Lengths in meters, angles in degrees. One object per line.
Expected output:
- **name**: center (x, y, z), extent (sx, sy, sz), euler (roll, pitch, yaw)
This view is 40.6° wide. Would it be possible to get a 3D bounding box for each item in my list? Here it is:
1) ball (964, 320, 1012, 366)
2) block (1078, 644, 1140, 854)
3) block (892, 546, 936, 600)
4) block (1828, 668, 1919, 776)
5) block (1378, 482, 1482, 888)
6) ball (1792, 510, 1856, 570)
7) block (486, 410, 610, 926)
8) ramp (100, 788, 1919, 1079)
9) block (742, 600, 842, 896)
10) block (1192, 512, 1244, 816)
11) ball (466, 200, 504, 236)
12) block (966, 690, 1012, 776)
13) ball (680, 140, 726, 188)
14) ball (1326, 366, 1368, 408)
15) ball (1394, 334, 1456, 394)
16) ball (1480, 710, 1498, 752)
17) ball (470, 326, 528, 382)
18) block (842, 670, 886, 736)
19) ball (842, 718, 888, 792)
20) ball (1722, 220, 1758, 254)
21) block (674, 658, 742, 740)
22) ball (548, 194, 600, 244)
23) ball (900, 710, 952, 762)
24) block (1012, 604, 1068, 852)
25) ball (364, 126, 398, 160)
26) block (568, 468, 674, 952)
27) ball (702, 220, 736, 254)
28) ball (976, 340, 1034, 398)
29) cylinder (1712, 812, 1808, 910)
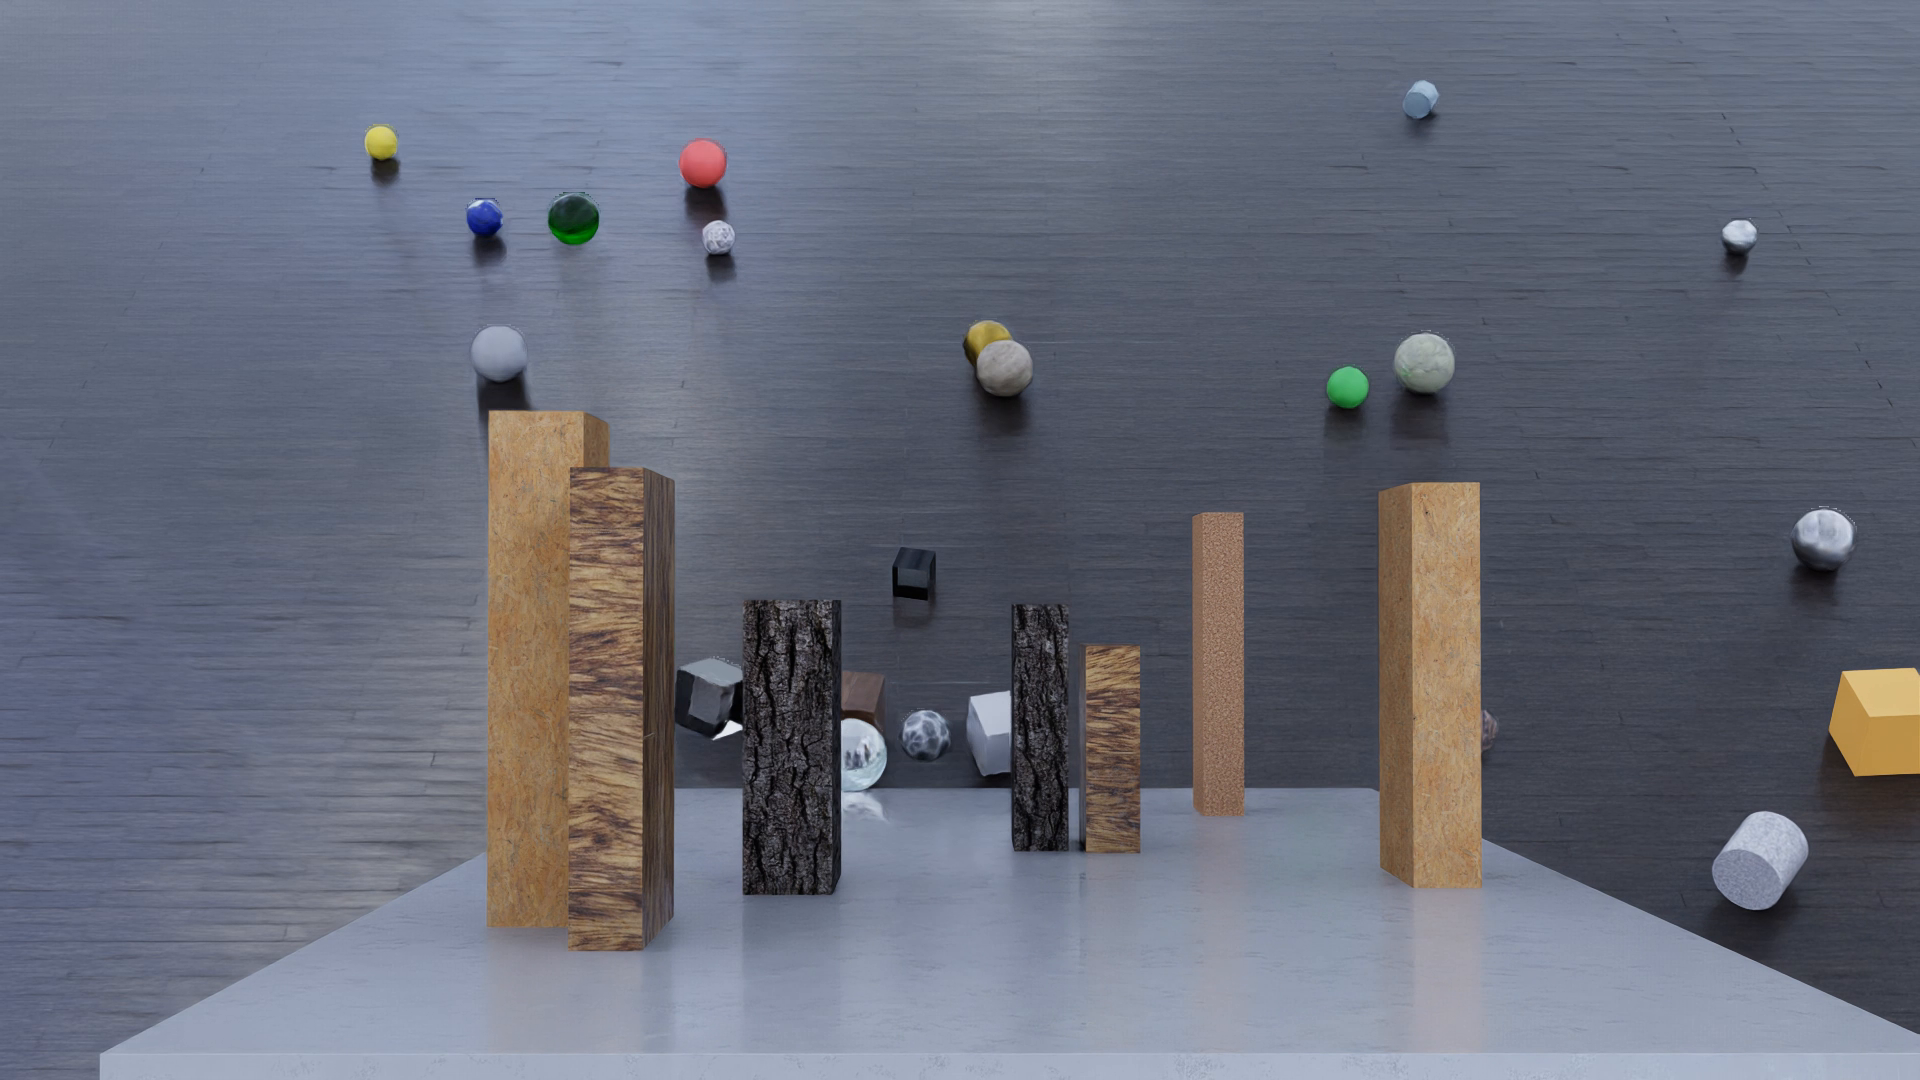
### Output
- **ball**: center (0.096, -0.653, 8.724), extent (0.169, 0.169, 0.169), euler (0, 34, 0)
- **block**: center (0.297, 0.409, 5.177), extent (0.105, 0.402, 0.294), euler (0, -1, 0)
- **block**: center (-0.135, 0.100, 7.659), extent (0.105, 0.105, 0.105), euler (7, 35, 11)
- **block**: center (2.492, 0.490, 6.992), extent (0.201, 0.201, 0.201), euler (-2, 34, -4)
- **block**: center (0.828, 0.251, 4.594), extent (0.116, 0.690, 0.353), euler (0, -1, 0)
- **ball**: center (2.575, 0.000, 7.739), extent (0.183, 0.183, 0.183), euler (0, 34, 0)
- **block**: center (-0.637, 0.196, 4.038), extent (0.142, 0.773, 0.290), euler (0, -1, 0)
- **ramp**: center (0.075, 0.651, 4.788), extent (2.000, 0.100, 4.000), euler (0, -1, 0)
- **block**: center (-0.287, 0.348, 4.480), extent (0.149, 0.490, 0.334), euler (0, -1, 0)
- **block**: center (0.600, 0.286, 6.041), extent (0.093, 0.690, 0.263), euler (0, -1, 0)
- **ball**: center (-1.749, -1.184, 9.546), extent (0.134, 0.134, 0.134), euler (0, 34, 0)
- **block**: center (0.115, 0.517, 6.976), extent (0.151, 0.151, 0.151), euler (-8, 42, -16)
- **ball**: center (-0.979, -1.429, 9.870), extent (0.179, 0.179, 0.179), euler (0, 34, 0)
- **ball**: center (1.273, -0.500, 8.523), extent (0.138, 0.138, 0.138), euler (0, 34, 0)
- **ball**: center (1.536, -0.582, 8.587), extent (0.203, 0.203, 0.203), euler (0, 34, 0)
- **ball**: center (1.396, 0.516, 7.027), extent (0.119, 0.119, 0.119), euler (0, 34, 0)
- **ball**: center (-1.538, -0.621, 8.660), extent (0.188, 0.188, 0.188), euler (0, 34, 0)
- **block**: center (-0.306, 0.480, 7.019), extent (0.180, 0.180, 0.180), euler (5, 32, 7)
- **ball**: center (-0.280, 0.553, 6.665), extent (0.188, 0.188, 0.188), euler (0, 34, 0)
- **ball**: center (2.832, -1.101, 9.429), extent (0.126, 0.126, 0.126), euler (0, 34, 0)
- **block**: center (-0.674, 0.432, 7.082), extent (0.154, 0.154, 0.154), euler (21, 19, 28)
- **ball**: center (-1.411, -1.172, 9.481), extent (0.186, 0.186, 0.186), euler (0, 34, 0)
- **ball**: center (-0.091, 0.517, 6.835), extent (0.138, 0.138, 0.138), euler (0, 34, 0)
- **block**: center (0.159, 0.370, 5.206), extent (0.106, 0.482, 0.271), euler (0, -1, 0)
- **ball**: center (-2.250, -1.543, 10.086), extent (0.128, 0.128, 0.128), euler (0, 34, 0)
- **block**: center (-0.494, 0.240, 3.823), extent (0.103, 0.674, 0.403), euler (0, -1, 0)
- **ball**: center (-0.878, -1.100, 9.431), extent (0.122, 0.122, 0.122), euler (0, 34, 0)
- **ball**: center (0.148, -0.567, 8.575), extent (0.191, 0.191, 0.191), euler (0, 34, 0)
- **cylinder**: center (2.016, 0.807, 6.539), extent (0.179, 0.179, 0.179), euler (22, 40, 29)
